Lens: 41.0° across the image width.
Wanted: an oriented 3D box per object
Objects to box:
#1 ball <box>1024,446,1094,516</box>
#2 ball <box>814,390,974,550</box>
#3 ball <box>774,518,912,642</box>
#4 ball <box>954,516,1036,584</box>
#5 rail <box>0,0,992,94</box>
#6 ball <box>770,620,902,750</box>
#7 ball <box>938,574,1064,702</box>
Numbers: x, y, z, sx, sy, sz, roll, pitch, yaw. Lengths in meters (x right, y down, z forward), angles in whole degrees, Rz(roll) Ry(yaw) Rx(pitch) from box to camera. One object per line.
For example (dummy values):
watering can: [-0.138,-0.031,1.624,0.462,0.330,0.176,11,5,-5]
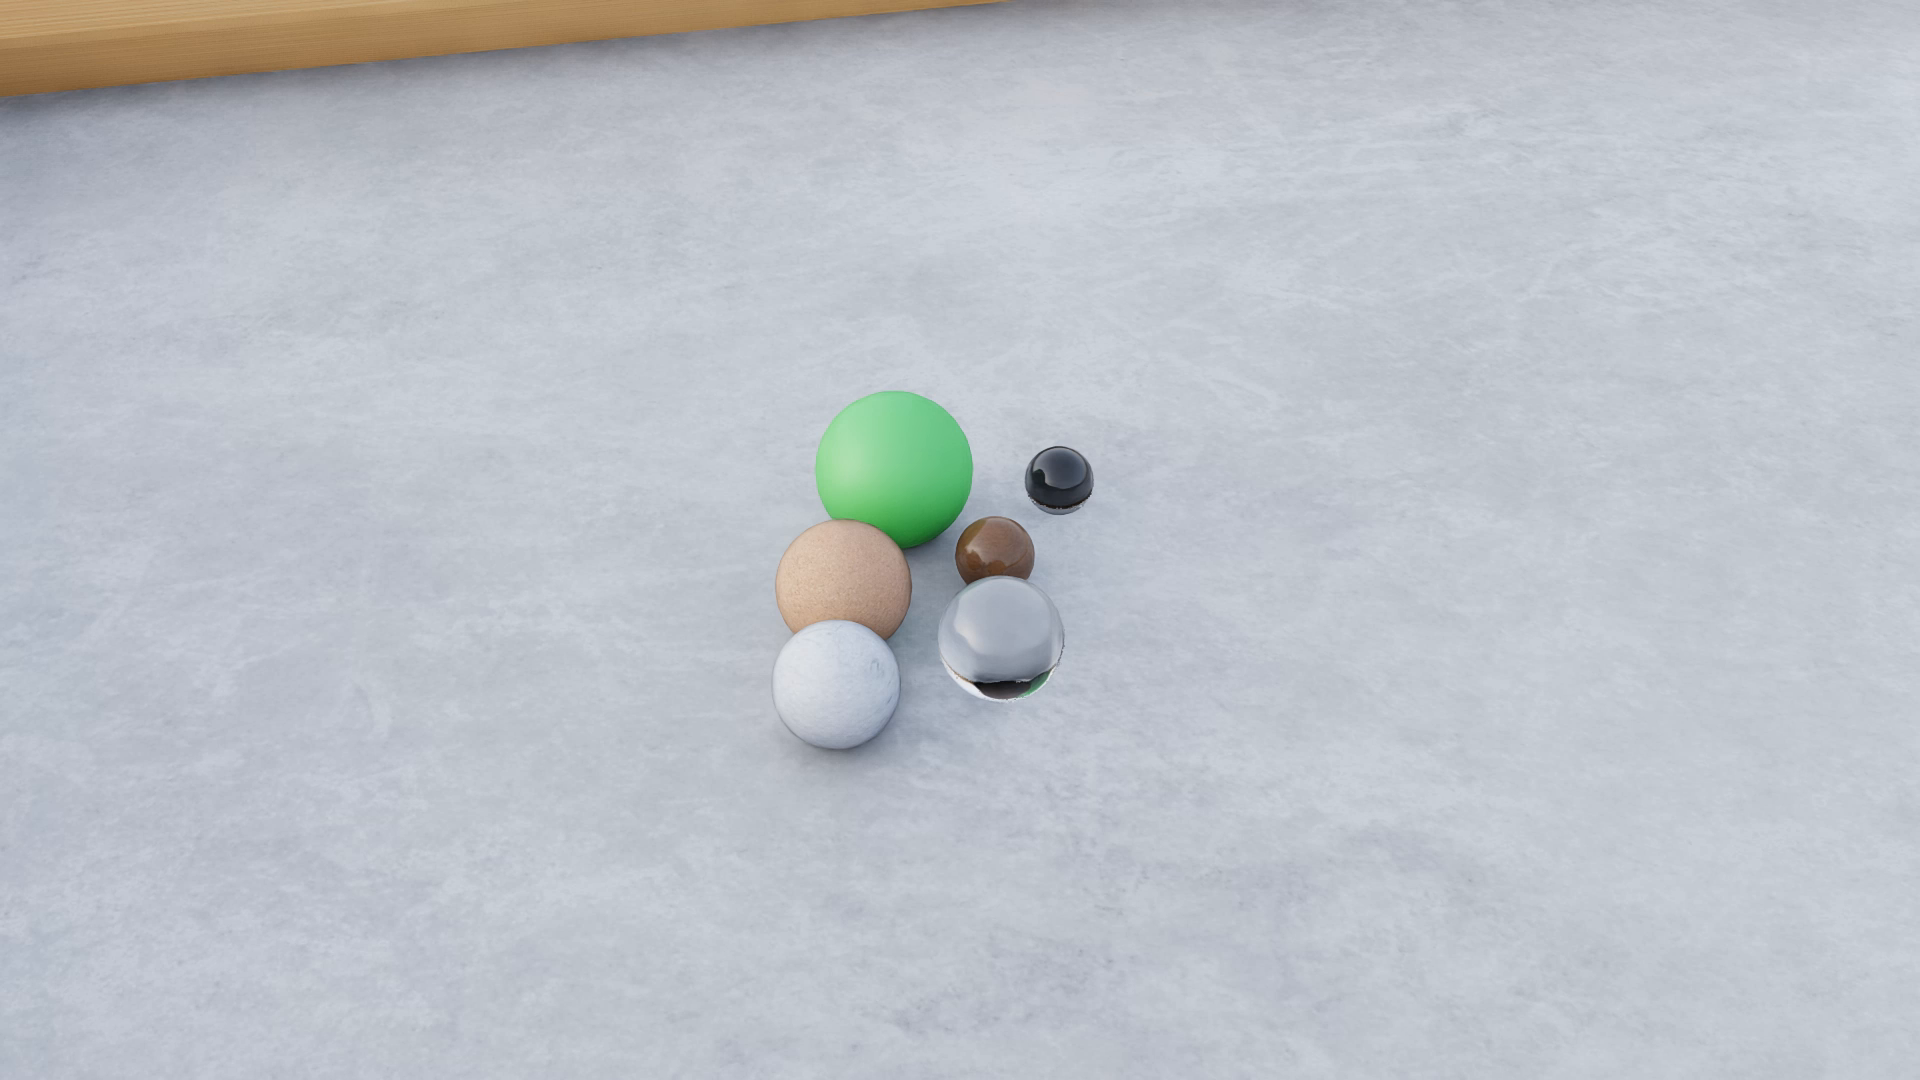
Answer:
ball: [0.064,-0.038,1.648,0.045,0.045,0.045,0,36,0]
ball: [-0.041,-0.044,1.610,0.099,0.099,0.099,0,36,0]
ball: [-0.069,0.028,1.526,0.082,0.082,0.082,0,36,0]
ball: [0.022,0.010,1.578,0.049,0.049,0.049,0,36,0]
rail: [0.548,-0.590,2.335,2.990,0.129,0.045,-8,37,-10]
ball: [-0.070,0.082,1.458,0.074,0.074,0.074,0,36,0]
ball: [0.024,0.057,1.492,0.074,0.074,0.074,0,36,0]
